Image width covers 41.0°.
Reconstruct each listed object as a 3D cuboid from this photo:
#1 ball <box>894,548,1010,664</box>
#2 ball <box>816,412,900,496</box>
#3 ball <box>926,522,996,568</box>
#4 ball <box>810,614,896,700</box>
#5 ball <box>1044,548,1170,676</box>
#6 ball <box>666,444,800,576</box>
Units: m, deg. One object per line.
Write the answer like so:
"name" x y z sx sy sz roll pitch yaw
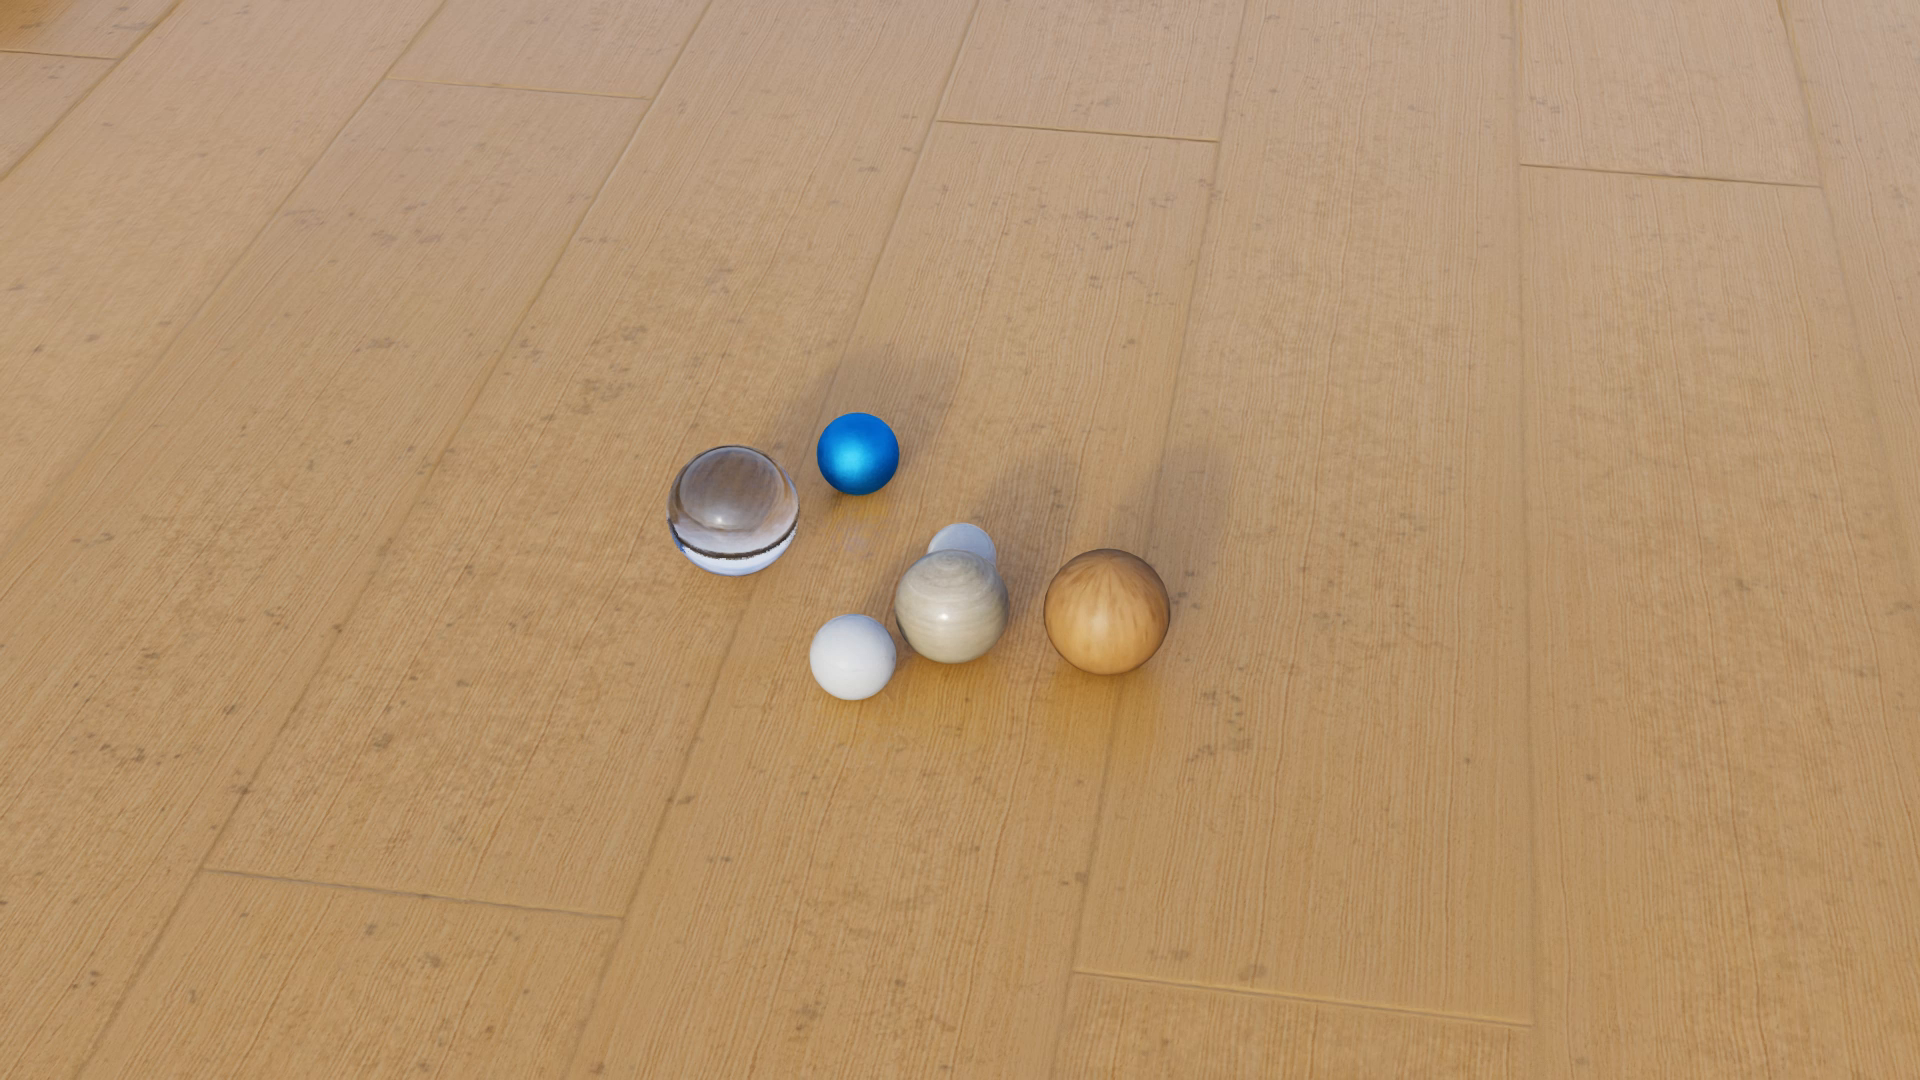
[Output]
"ball" -0.005 0.041 1.604 0.073 0.073 0.073 0 36 0
"ball" -0.070 -0.059 1.757 0.057 0.057 0.057 0 36 0
"ball" 0.001 0.012 1.669 0.046 0.046 0.046 0 36 0
"ball" -0.066 0.072 1.578 0.054 0.054 0.054 0 36 0
"ball" 0.091 0.045 1.594 0.079 0.079 0.079 0 36 0
"ball" -0.148 -0.019 1.677 0.087 0.087 0.087 0 36 0
